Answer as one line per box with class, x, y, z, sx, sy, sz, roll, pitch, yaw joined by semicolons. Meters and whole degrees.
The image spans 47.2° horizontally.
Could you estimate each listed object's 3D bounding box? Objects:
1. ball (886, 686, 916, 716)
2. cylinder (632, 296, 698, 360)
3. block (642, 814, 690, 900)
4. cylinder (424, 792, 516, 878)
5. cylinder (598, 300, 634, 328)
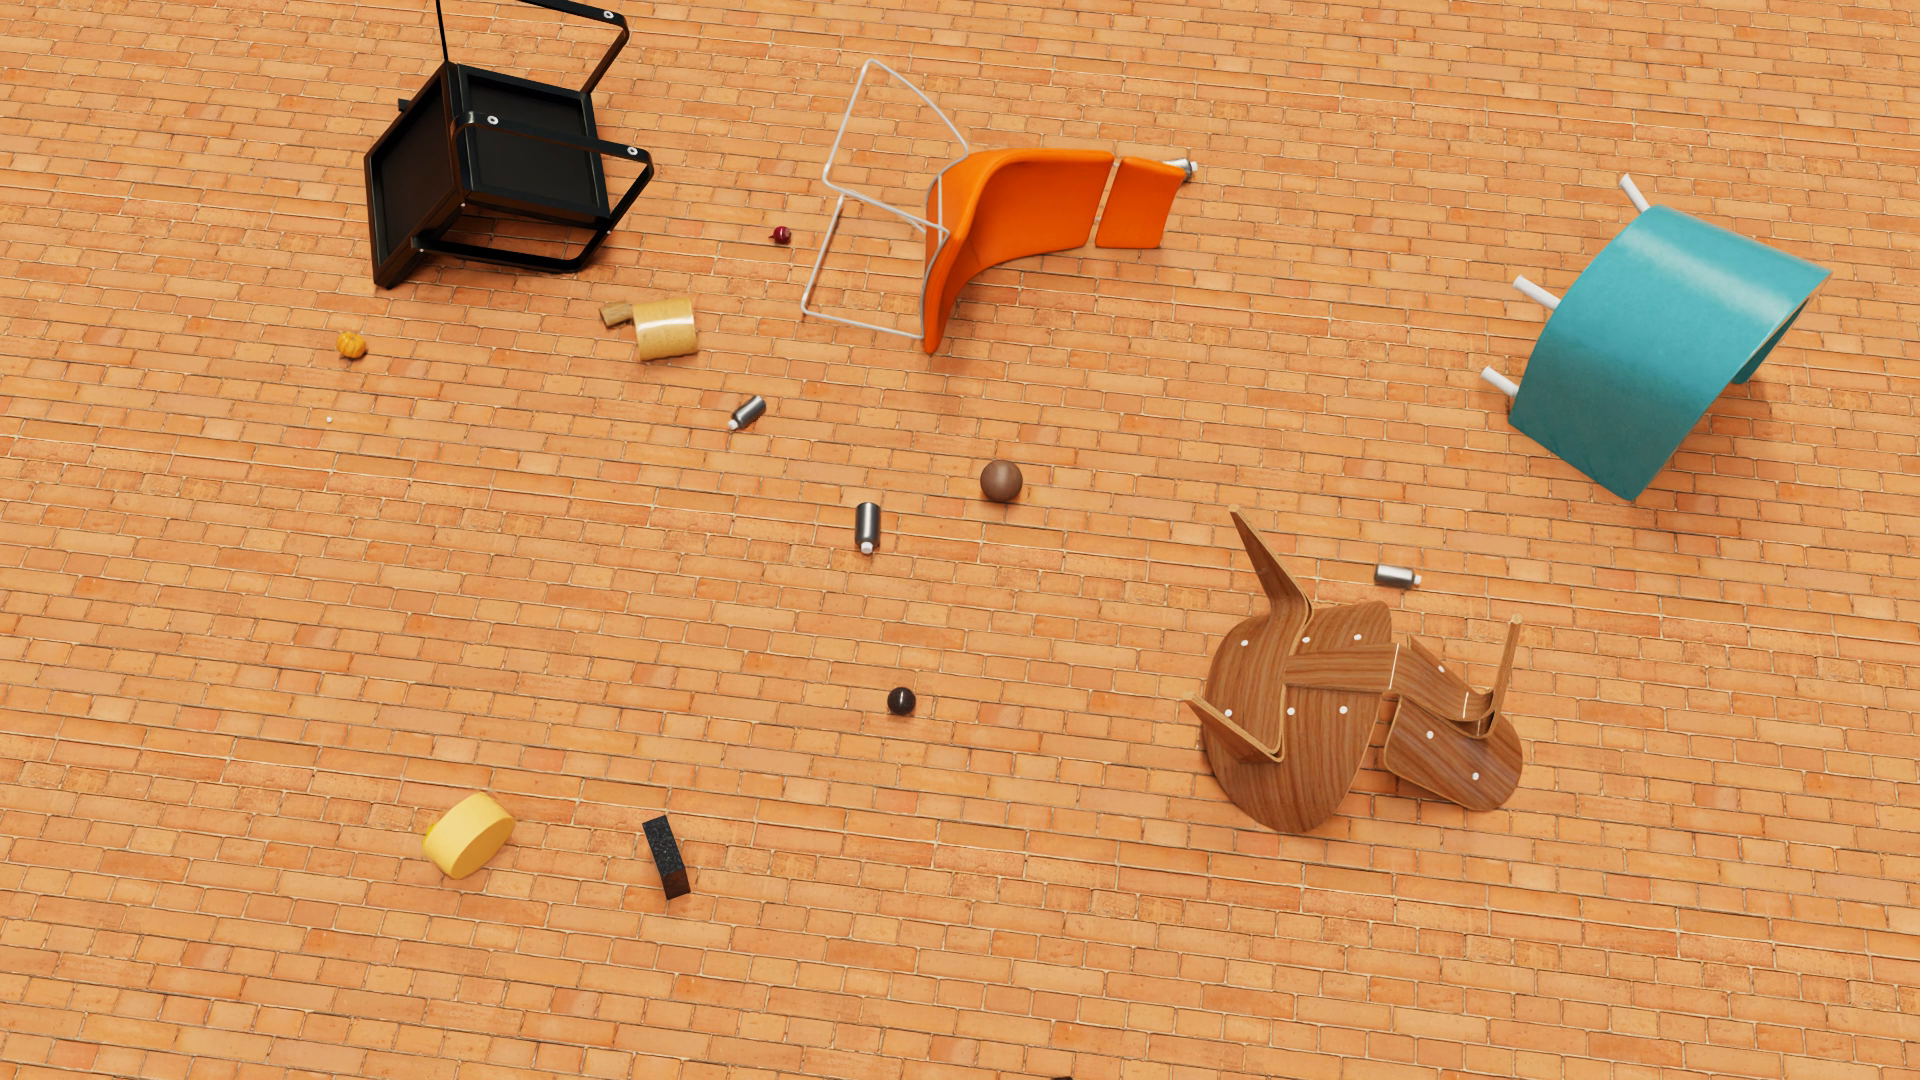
ball;-0.165;0.456;6.218;0.083;0.083;0.083;0;56;0
cylinder;-0.928;-0.668;6.930;0.180;0.152;0.185;-9;70;-6
block;-0.789;0.854;5.911;0.068;0.150;0.169;-19;58;-12
cylinder;-1.326;0.798;5.946;0.111;0.153;0.228;36;61;22
cylinder;-1.099;-0.725;7.034;0.093;0.043;0.082;-21;54;-13
